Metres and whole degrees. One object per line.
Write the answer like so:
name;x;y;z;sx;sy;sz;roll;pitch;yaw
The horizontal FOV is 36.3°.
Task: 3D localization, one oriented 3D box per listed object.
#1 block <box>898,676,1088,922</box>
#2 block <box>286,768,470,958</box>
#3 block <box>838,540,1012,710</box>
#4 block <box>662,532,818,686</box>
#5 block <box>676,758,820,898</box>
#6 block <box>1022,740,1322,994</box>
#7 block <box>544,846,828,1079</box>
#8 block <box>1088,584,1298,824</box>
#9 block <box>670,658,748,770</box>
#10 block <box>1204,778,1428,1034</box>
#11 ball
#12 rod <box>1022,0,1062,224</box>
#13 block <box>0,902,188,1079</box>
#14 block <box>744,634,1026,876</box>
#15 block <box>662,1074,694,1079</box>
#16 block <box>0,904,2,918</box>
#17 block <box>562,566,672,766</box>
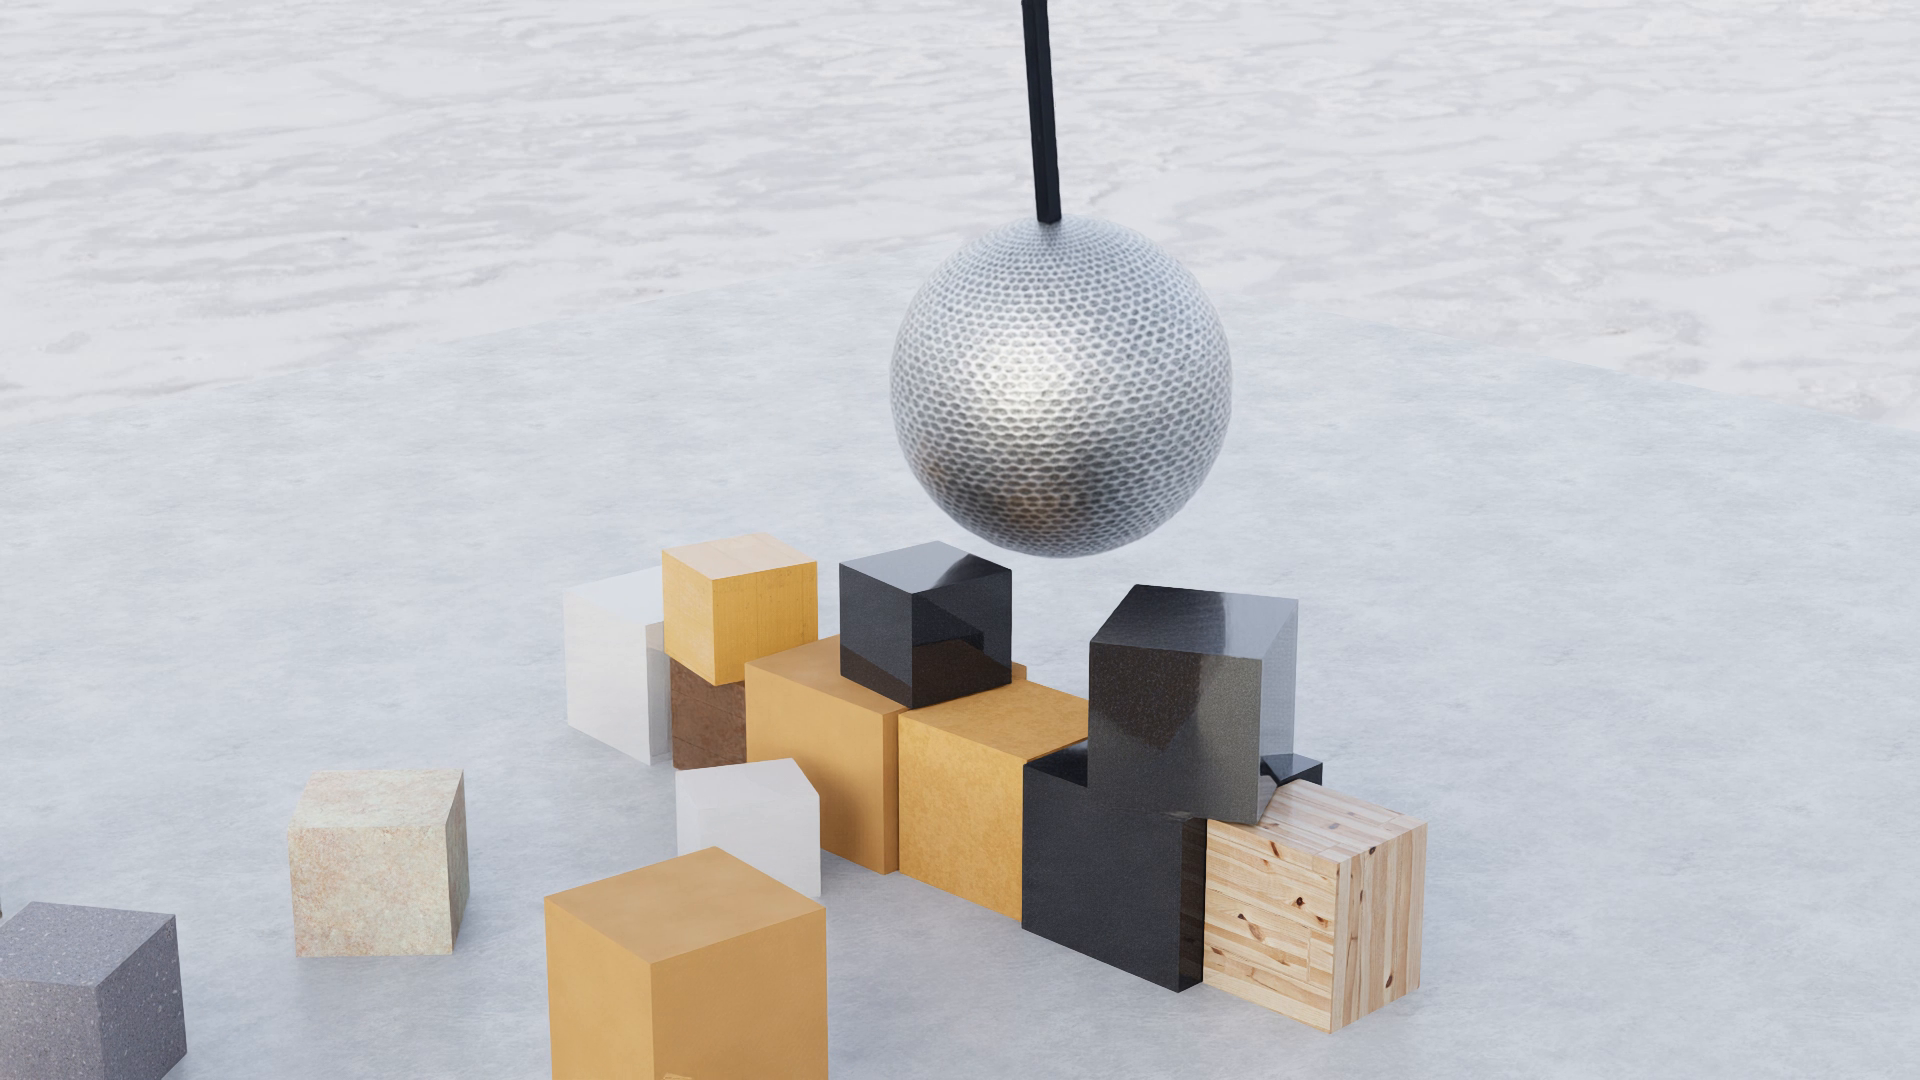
block;0.263;1.163;13.350;0.794;0.776;0.736;16;24;42
block;-2.538;1.409;12.860;0.667;0.601;0.650;-1;17;-2
block;-0.160;0.385;13.573;0.572;0.553;0.567;-13;22;-35
block;-1.084;0.332;14.449;0.569;0.540;0.560;-10;20;-29
block;-0.963;1.331;13.292;0.551;0.491;0.474;-5;18;-17
block;0.921;1.337;12.800;0.907;0.775;0.933;17;24;42
block;-1.057;1.773;11.359;0.792;0.806;0.755;-13;22;-36
block;0.990;0.680;12.395;0.719;0.721;0.795;5;18;16
block;-0.932;0.871;14.604;0.698;0.581;0.738;-16;23;-41
block;1.481;1.518;12.258;0.607;0.753;0.676;-17;24;-42
ball;0.468;-0.712;13.609;1.600;1.600;1.600;0;17;0
rod;0.203;-3.856;12.342;0.080;5.200;0.080;17;30;42
block;-3.475;1.850;11.447;0.618;0.607;0.662;4;18;11
block;-0.351;0.963;13.967;0.926;0.787;0.962;-16;24;-42
block;-0.824;2.295;9.849;0.622;0.659;0.653;10;19;12
block;-4.684;1.393;12.832;0.574;0.649;0.676;13;22;36
block;-1.518;0.622;15.124;0.739;0.745;0.749;-14;22;-38
